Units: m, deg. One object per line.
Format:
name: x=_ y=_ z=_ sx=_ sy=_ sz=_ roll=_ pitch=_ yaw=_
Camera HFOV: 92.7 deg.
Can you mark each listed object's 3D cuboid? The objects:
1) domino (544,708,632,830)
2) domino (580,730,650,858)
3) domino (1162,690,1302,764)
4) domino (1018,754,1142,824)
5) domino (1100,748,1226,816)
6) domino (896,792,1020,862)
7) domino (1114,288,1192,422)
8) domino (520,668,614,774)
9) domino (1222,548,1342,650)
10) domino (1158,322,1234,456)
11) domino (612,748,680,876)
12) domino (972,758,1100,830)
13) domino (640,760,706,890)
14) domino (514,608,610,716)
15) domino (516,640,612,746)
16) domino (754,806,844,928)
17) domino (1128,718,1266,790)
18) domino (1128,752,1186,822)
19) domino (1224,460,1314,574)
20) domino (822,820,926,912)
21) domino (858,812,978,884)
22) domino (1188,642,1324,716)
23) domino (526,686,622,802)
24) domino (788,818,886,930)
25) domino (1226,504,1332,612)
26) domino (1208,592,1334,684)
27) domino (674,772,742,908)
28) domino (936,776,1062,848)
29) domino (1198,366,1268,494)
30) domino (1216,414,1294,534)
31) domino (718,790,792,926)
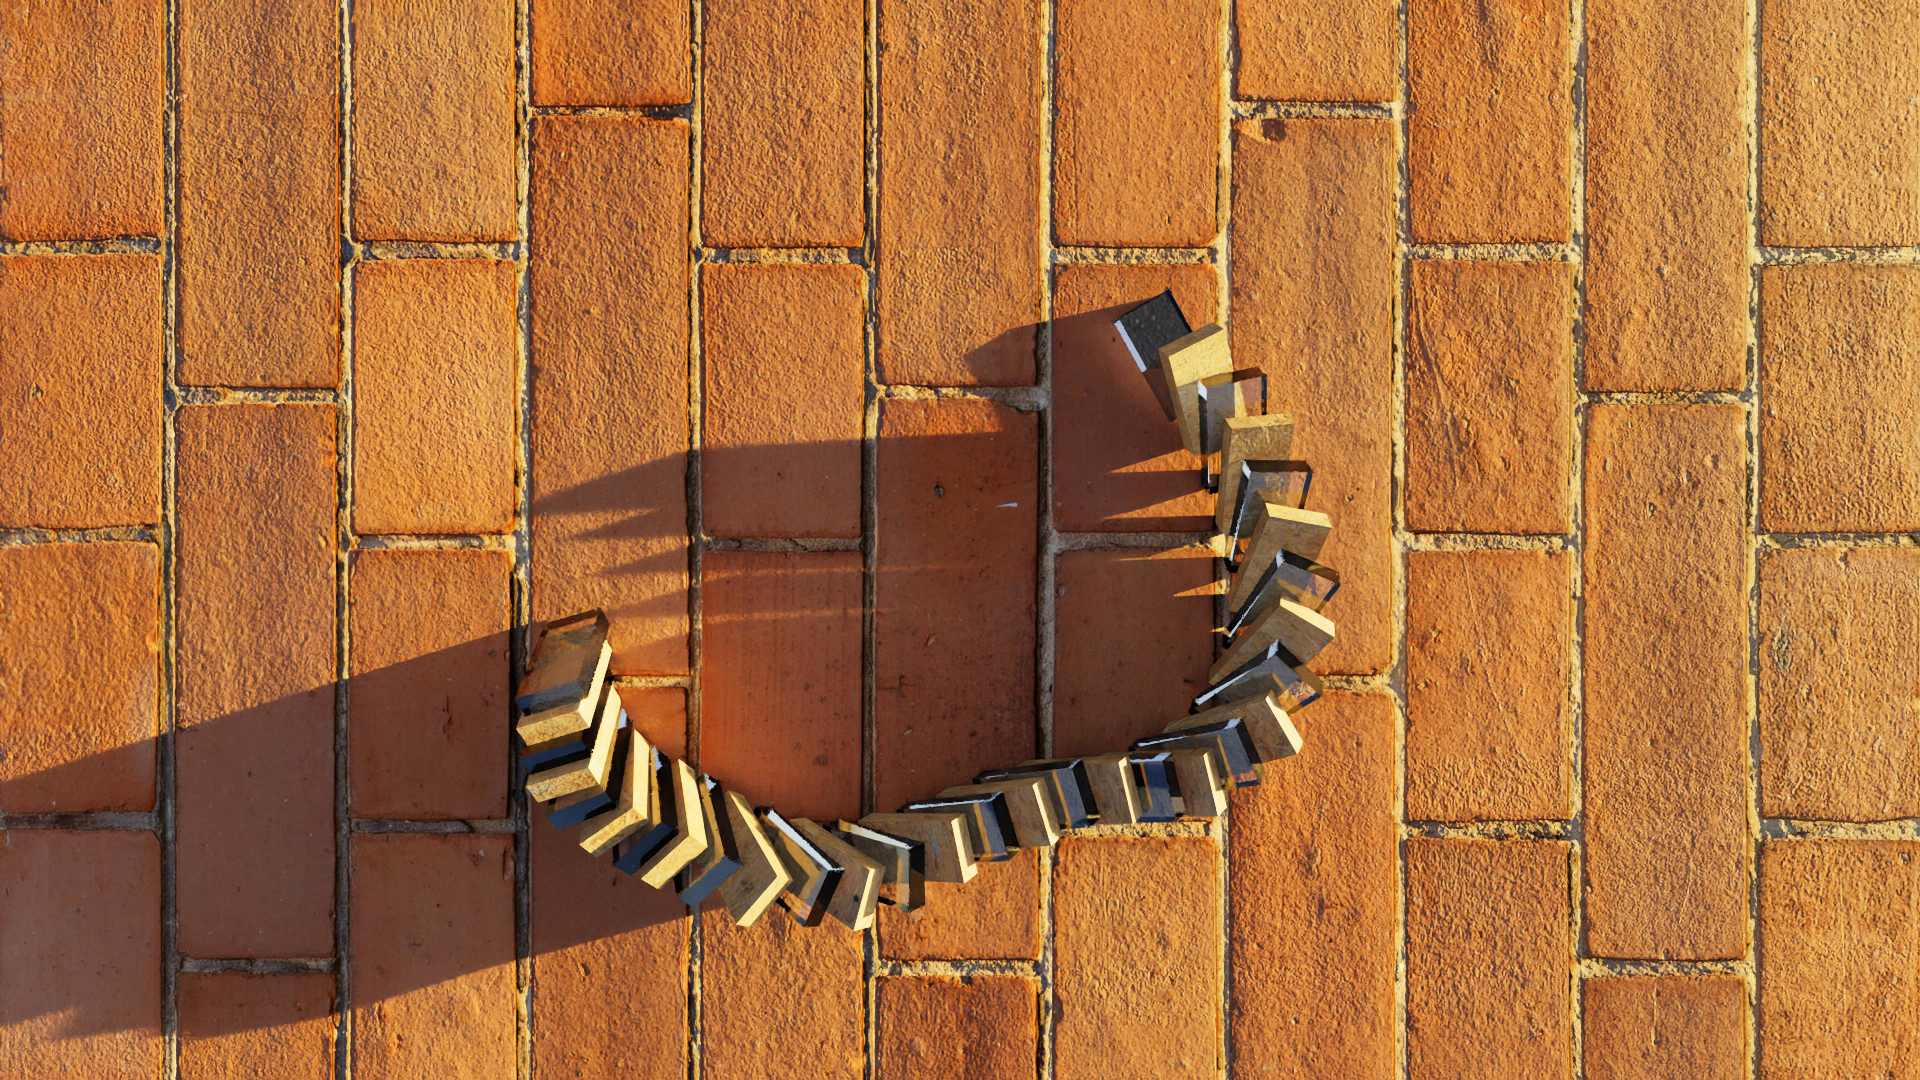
domino: x=-0.151 y=0.093 z=0.376 sx=0.025 sy=0.050 sz=0.009 roll=-21 pitch=121 yaw=0
domino: x=-0.141 y=0.103 z=0.376 sx=0.025 sy=0.050 sz=0.009 roll=-35 pitch=121 yaw=0
domino: x=0.112 y=0.082 z=0.381 sx=0.050 sy=0.010 sz=0.025 roll=-30 pitch=91 yaw=37
domino: x=0.049 y=0.104 z=0.382 sx=0.050 sy=0.010 sz=0.025 roll=-13 pitch=90 yaw=35
domino: x=0.082 y=0.101 z=0.381 sx=0.050 sy=0.009 sz=0.025 roll=-13 pitch=91 yaw=37
domino: x=-0.001 y=0.121 z=0.382 sx=0.050 sy=0.010 sz=0.025 roll=-17 pitch=90 yaw=34
domino: x=0.090 y=-0.079 z=0.395 sx=0.025 sy=0.009 sz=0.050 roll=-29 pitch=90 yaw=0
domino: x=-0.160 y=0.072 z=0.376 sx=0.025 sy=0.050 sz=0.010 roll=-17 pitch=122 yaw=0
domino: x=0.133 y=0.029 z=0.382 sx=0.025 sy=0.010 sz=0.050 roll=22 pitch=125 yaw=0
domino: x=0.101 y=-0.062 z=0.382 sx=0.025 sy=0.010 sz=0.050 roll=-27 pitch=125 yaw=-2
domino: x=-0.130 y=0.110 z=0.376 sx=0.025 sy=0.050 sz=0.010 roll=-42 pitch=121 yaw=0
domino: x=0.031 y=0.107 z=0.382 sx=0.050 sy=0.010 sz=0.025 roll=-17 pitch=90 yaw=35
domino: x=-0.119 y=0.115 z=0.376 sx=0.025 sy=0.050 sz=0.009 roll=-42 pitch=121 yaw=0
domino: x=-0.162 y=0.049 z=0.376 sx=0.025 sy=0.050 sz=0.009 roll=-17 pitch=122 yaw=0
domino: x=-0.161 y=0.060 z=0.376 sx=0.025 sy=0.050 sz=0.009 roll=-17 pitch=122 yaw=0
domino: x=-0.072 y=0.135 z=0.381 sx=0.050 sy=0.010 sz=0.025 roll=24 pitch=90 yaw=38
domino: x=0.098 y=0.092 z=0.381 sx=0.050 sy=0.009 sz=0.025 roll=-23 pitch=91 yaw=37
domino: x=0.066 y=0.103 z=0.381 sx=0.050 sy=0.010 sz=0.025 roll=-13 pitch=90 yaw=37
domino: x=0.128 y=-0.009 z=0.382 sx=0.025 sy=0.010 sz=0.050 roll=0 pitch=124 yaw=0
domino: x=-0.036 y=0.134 z=0.380 sx=0.050 sy=0.010 sz=0.025 roll=-1 pitch=90 yaw=40
domino: x=-0.018 y=0.128 z=0.382 sx=0.050 sy=0.009 sz=0.025 roll=-12 pitch=90 yaw=35
domino: x=0.122 y=0.066 z=0.381 sx=0.025 sy=0.010 sz=0.050 roll=42 pitch=128 yaw=0
domino: x=-0.157 y=0.082 z=0.376 sx=0.025 sy=0.050 sz=0.010 roll=-16 pitch=122 yaw=0
domino: x=-0.055 y=0.138 z=0.381 sx=0.050 sy=0.010 sz=0.025 roll=15 pitch=91 yaw=39
domino: x=0.132 y=0.010 z=0.382 sx=0.025 sy=0.010 sz=0.050 roll=10 pitch=126 yaw=0
domino: x=0.129 y=0.047 z=0.382 sx=0.025 sy=0.010 sz=0.050 roll=30 pitch=126 yaw=0
domino: x=-0.107 y=0.122 z=0.377 sx=0.025 sy=0.050 sz=0.010 roll=-42 pitch=126 yaw=0
domino: x=0.016 y=0.115 z=0.382 sx=0.050 sy=0.010 sz=0.025 roll=-17 pitch=90 yaw=35
domino: x=0.114 y=-0.045 z=0.382 sx=0.025 sy=0.010 sz=0.050 roll=-13 pitch=123 yaw=-1
domino: x=0.122 y=-0.027 z=0.382 sx=0.025 sy=0.010 sz=0.050 roll=-5 pitch=123 yaw=0
domino: x=-0.091 y=0.131 z=0.380 sx=0.025 sy=0.010 sz=0.050 roll=-49 pitch=48 yaw=1
